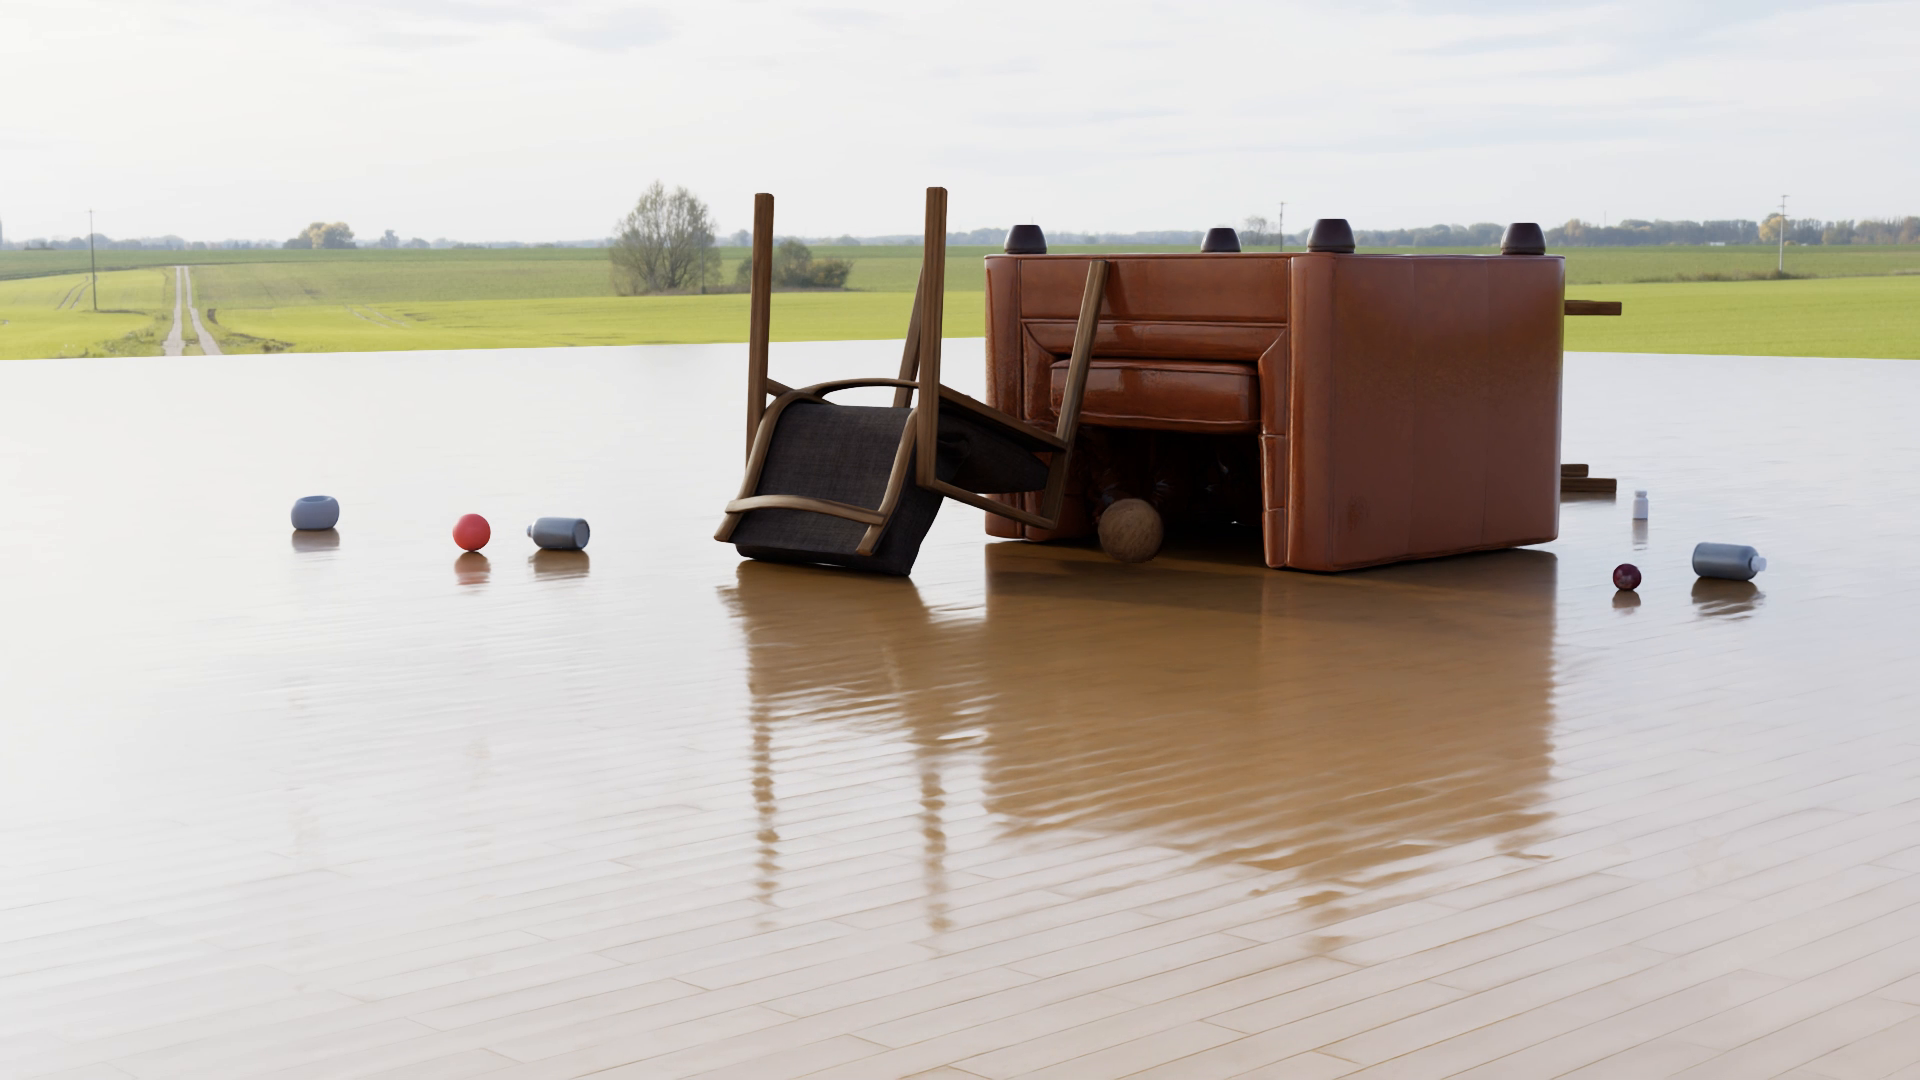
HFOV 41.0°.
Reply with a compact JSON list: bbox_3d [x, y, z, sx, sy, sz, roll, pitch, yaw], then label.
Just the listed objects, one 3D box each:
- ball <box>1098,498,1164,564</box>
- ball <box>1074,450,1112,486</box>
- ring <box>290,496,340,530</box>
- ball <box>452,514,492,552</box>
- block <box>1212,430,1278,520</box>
[{"bbox_3d":[0.393,-0.022,5.891,0.150,0.150,0.150,0,6,0],"label":"ball"},{"bbox_3d":[0.418,-0.227,8.048,0.116,0.116,0.116,0,6,0],"label":"ball"},{"bbox_3d":[-1.688,-0.070,6.716,0.094,0.078,0.150,13,15,30],"label":"ring"},{"bbox_3d":[-1.171,-0.019,6.150,0.092,0.092,0.092,0,6,0],"label":"ball"},{"bbox_3d":[0.779,-0.178,7.011,0.098,0.231,0.154,-6,8,-44],"label":"block"}]
